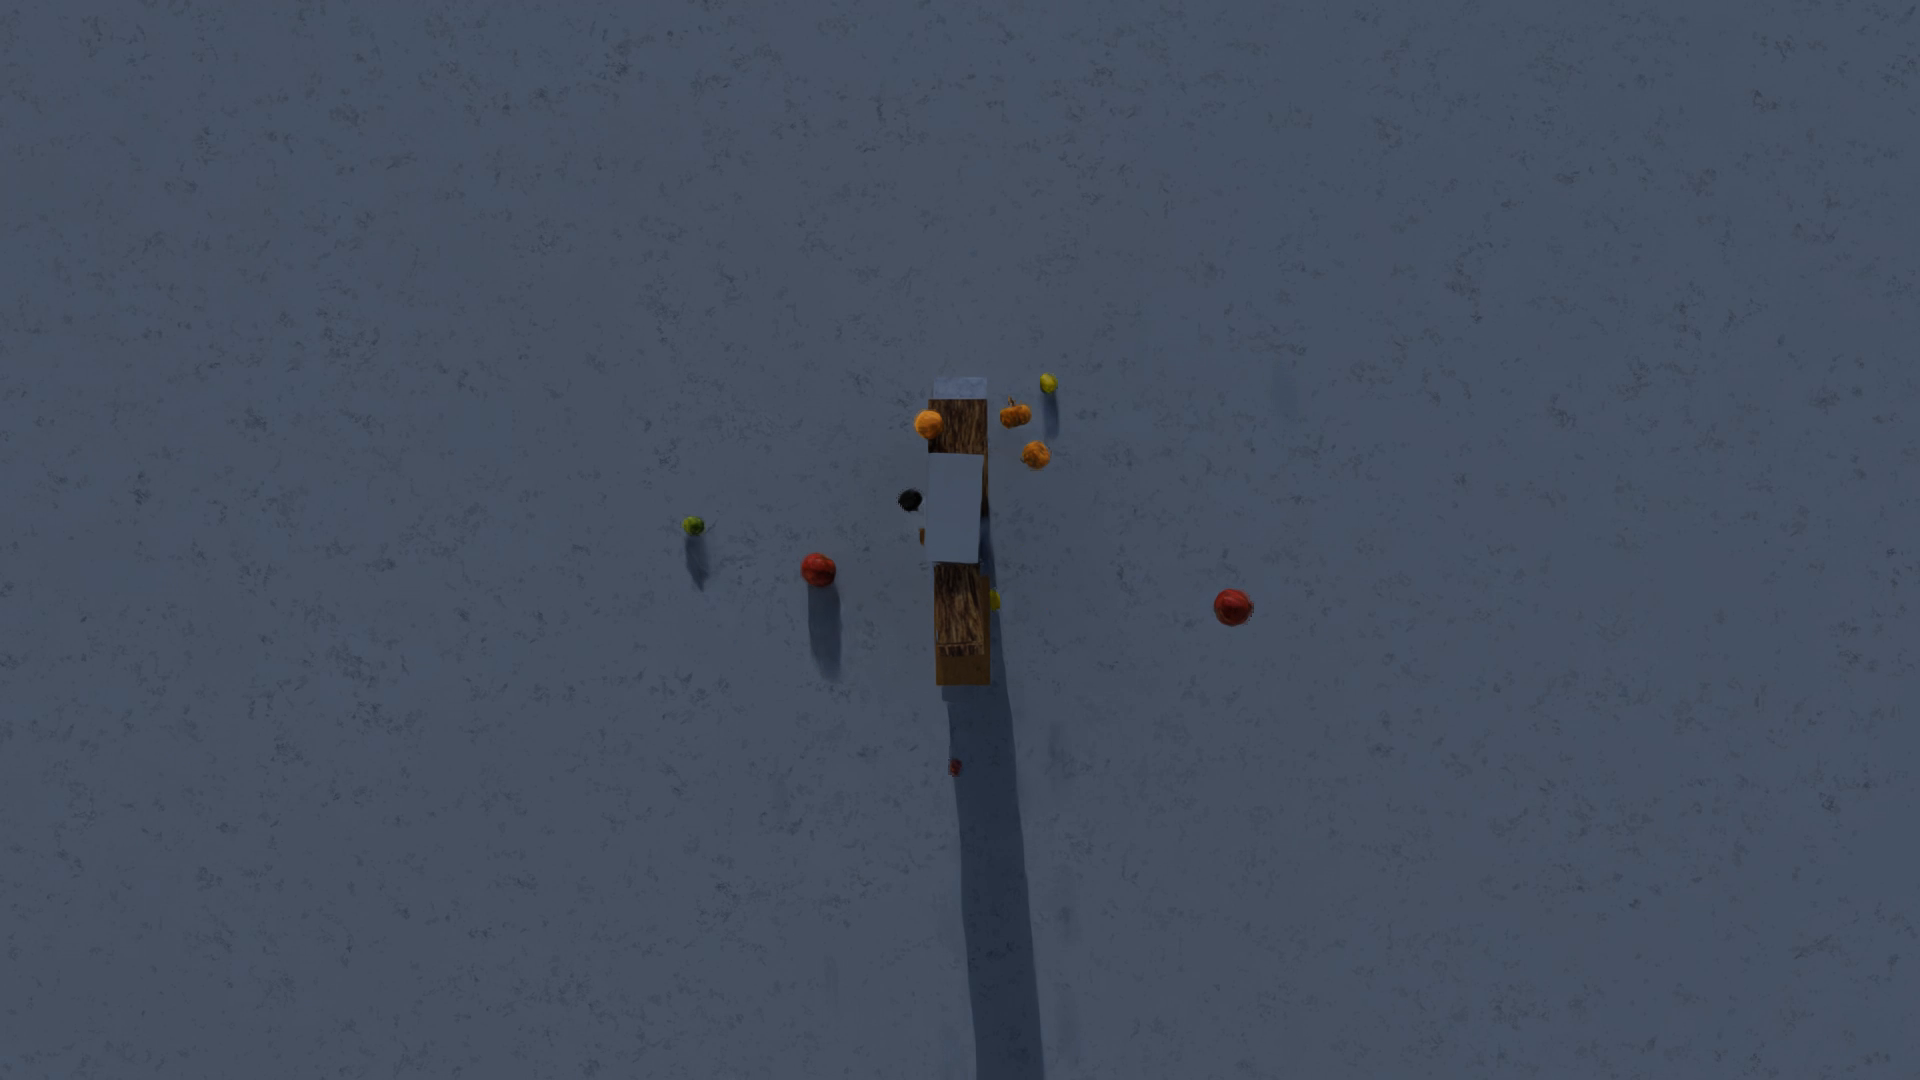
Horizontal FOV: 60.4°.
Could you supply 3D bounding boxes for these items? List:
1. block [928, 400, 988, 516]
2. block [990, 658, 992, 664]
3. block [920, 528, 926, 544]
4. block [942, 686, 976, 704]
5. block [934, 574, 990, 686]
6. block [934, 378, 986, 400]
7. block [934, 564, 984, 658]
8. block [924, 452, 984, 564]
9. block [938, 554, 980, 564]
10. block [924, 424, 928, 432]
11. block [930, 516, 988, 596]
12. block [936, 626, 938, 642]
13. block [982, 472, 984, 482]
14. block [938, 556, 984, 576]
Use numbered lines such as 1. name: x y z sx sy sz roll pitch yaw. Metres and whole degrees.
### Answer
1. block: -0.004 -0.207 4.177 0.147 0.042 0.294 -1 90 0
2. block: 0.010 0.315 4.460 0.138 0.567 0.039 3 90 0
3. block: -0.027 -0.017 4.098 0.128 0.394 0.036 -5 91 2
4. block: 0.001 0.372 4.757 0.094 0.027 0.189 3 90 0
5. block: 0.006 0.227 4.156 0.138 0.039 0.275 -1 90 0
6. block: 0.000 -0.306 4.623 0.147 0.042 0.293 0 90 0
7. block: -0.002 0.166 3.904 0.108 0.031 0.216 -3 90 0
8. block: -0.015 -0.076 3.881 0.128 0.036 0.256 3 91 2
9. block: -0.001 0.157 4.468 0.118 0.033 0.236 -1 90 0
10. block: -0.011 -0.278 4.400 0.147 0.403 0.042 22 91 0
11. block: -0.002 -0.006 4.745 0.167 0.047 0.334 0 90 0
12. block: -0.002 0.218 4.028 0.108 0.216 0.031 -1 95 0
13. block: -0.006 -0.173 4.028 0.128 0.256 0.036 -1 98 1
14. block: 0.004 0.067 4.107 0.108 0.375 0.031 -2 92 0
